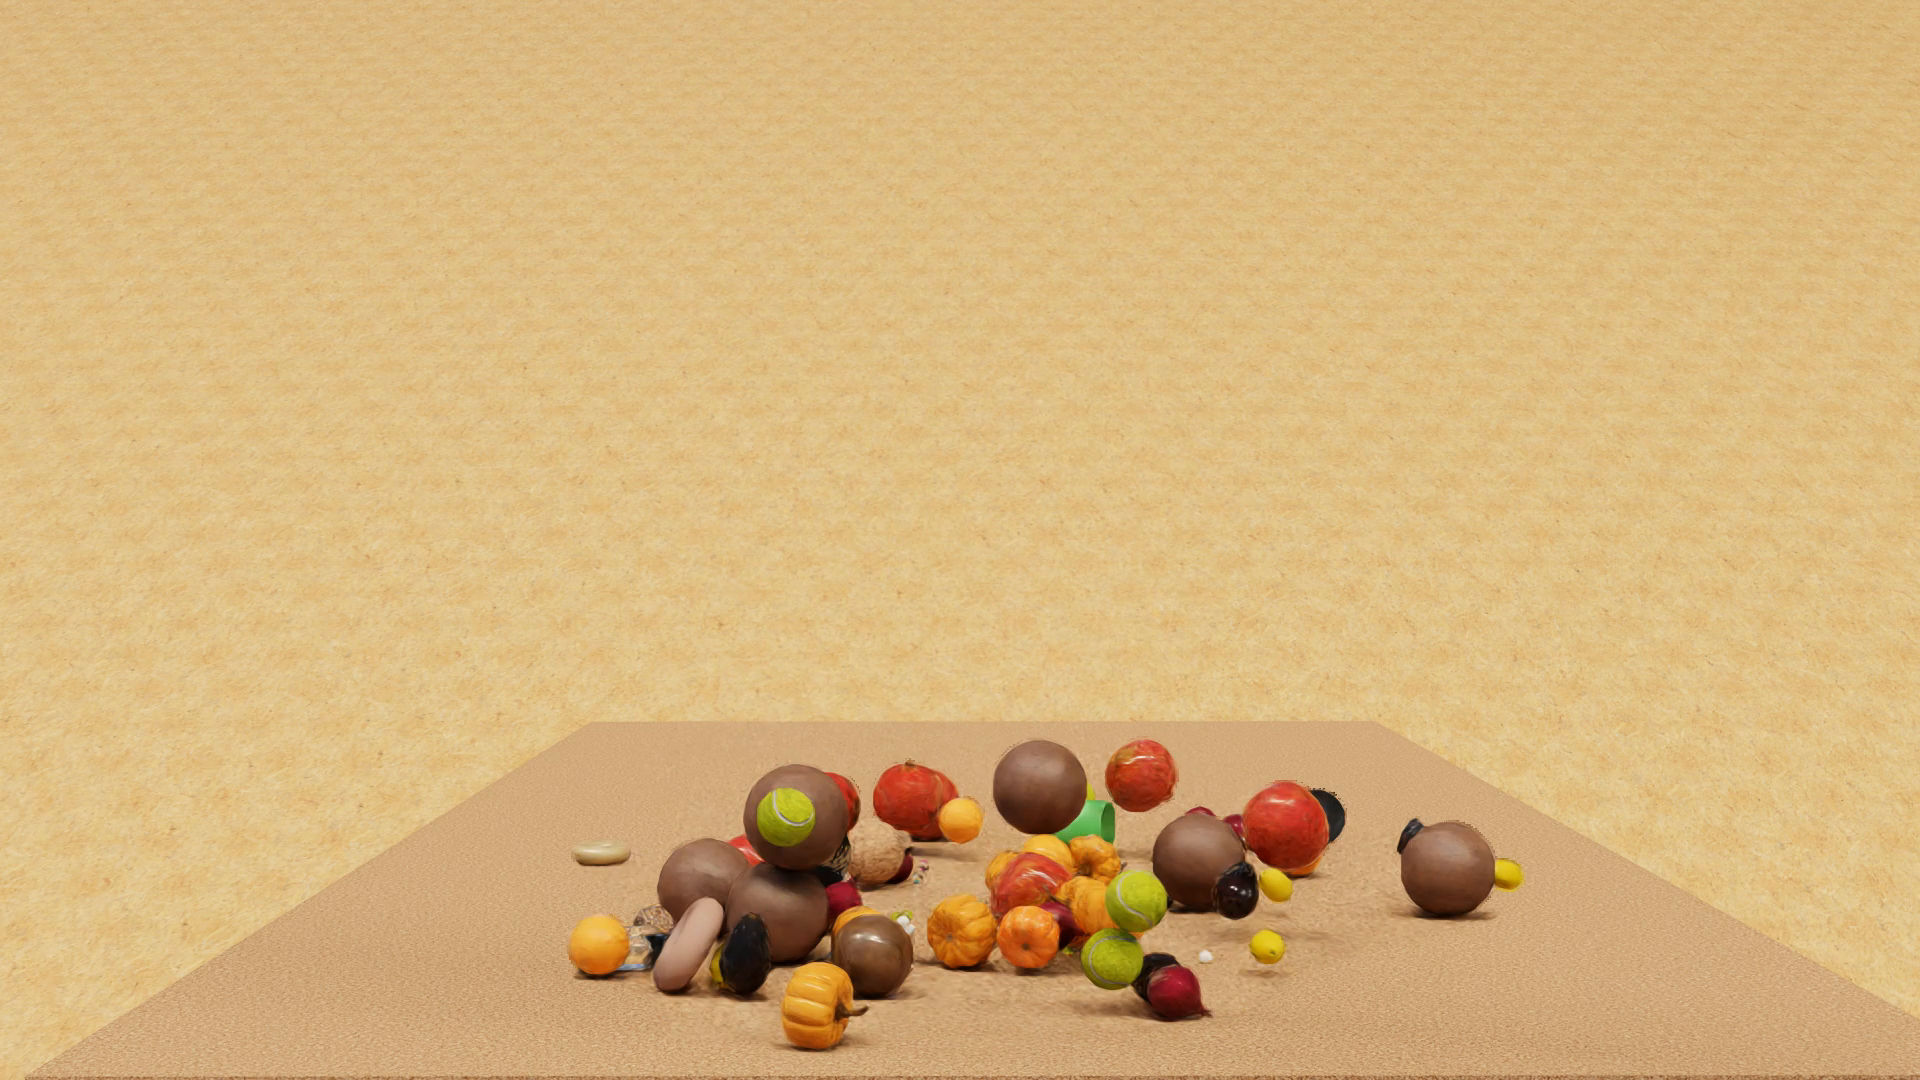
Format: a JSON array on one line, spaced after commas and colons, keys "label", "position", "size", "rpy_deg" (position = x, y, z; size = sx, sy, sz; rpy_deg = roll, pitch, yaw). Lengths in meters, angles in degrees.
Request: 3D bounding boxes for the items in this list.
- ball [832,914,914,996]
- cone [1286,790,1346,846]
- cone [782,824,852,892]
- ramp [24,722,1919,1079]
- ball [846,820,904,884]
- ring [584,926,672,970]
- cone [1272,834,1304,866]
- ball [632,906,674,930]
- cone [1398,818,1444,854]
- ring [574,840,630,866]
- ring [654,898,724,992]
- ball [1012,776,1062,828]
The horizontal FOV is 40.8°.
[{"label": "ball", "position": [-0.102, 0.481, 2.994], "size": [0.096, 0.096, 0.096], "rpy_deg": [0, 27, 0]}, {"label": "cone", "position": [0.594, 0.481, 4.331], "size": [0.098, 0.098, 0.098], "rpy_deg": [-2, 65, 4]}, {"label": "cone", "position": [-0.214, 0.425, 3.511], "size": [0.093, 0.093, 0.093], "rpy_deg": [-25, 21, -39]}, {"label": "ramp", "position": [0.061, 0.550, 4.586], "size": [2.000, 0.100, 4.000], "rpy_deg": [0, 1, 0]}, {"label": "ball", "position": [-0.129, 0.459, 3.799], "size": [0.094, 0.094, 0.094], "rpy_deg": [0, 27, 0]}, {"label": "ring", "position": [-0.403, 0.505, 3.200], "size": [0.124, 0.041, 0.124], "rpy_deg": [-1, 0, 0]}, {"label": "cone", "position": [0.486, 0.459, 3.866], "size": [0.050, 0.050, 0.050], "rpy_deg": [-6, 68, 16]}, {"label": "ball", "position": [-0.393, 0.496, 3.307], "size": [0.055, 0.055, 0.055], "rpy_deg": [0, 27, 0]}, {"label": "cone", "position": [0.746, 0.487, 4.126], "size": [0.066, 0.066, 0.066], "rpy_deg": [25, 36, 32]}, {"label": "ring", "position": [-0.565, 0.495, 4.079], "size": [0.090, 0.030, 0.090], "rpy_deg": [0, 2, 0]}, {"label": "ring", "position": [-0.319, 0.475, 3.032], "size": [0.041, 0.122, 0.122], "rpy_deg": [32, 28, -7]}, {"label": "ball", "position": [0.135, 0.456, 4.501], "size": [0.091, 0.091, 0.091], "rpy_deg": [0, 27, 0]}]
